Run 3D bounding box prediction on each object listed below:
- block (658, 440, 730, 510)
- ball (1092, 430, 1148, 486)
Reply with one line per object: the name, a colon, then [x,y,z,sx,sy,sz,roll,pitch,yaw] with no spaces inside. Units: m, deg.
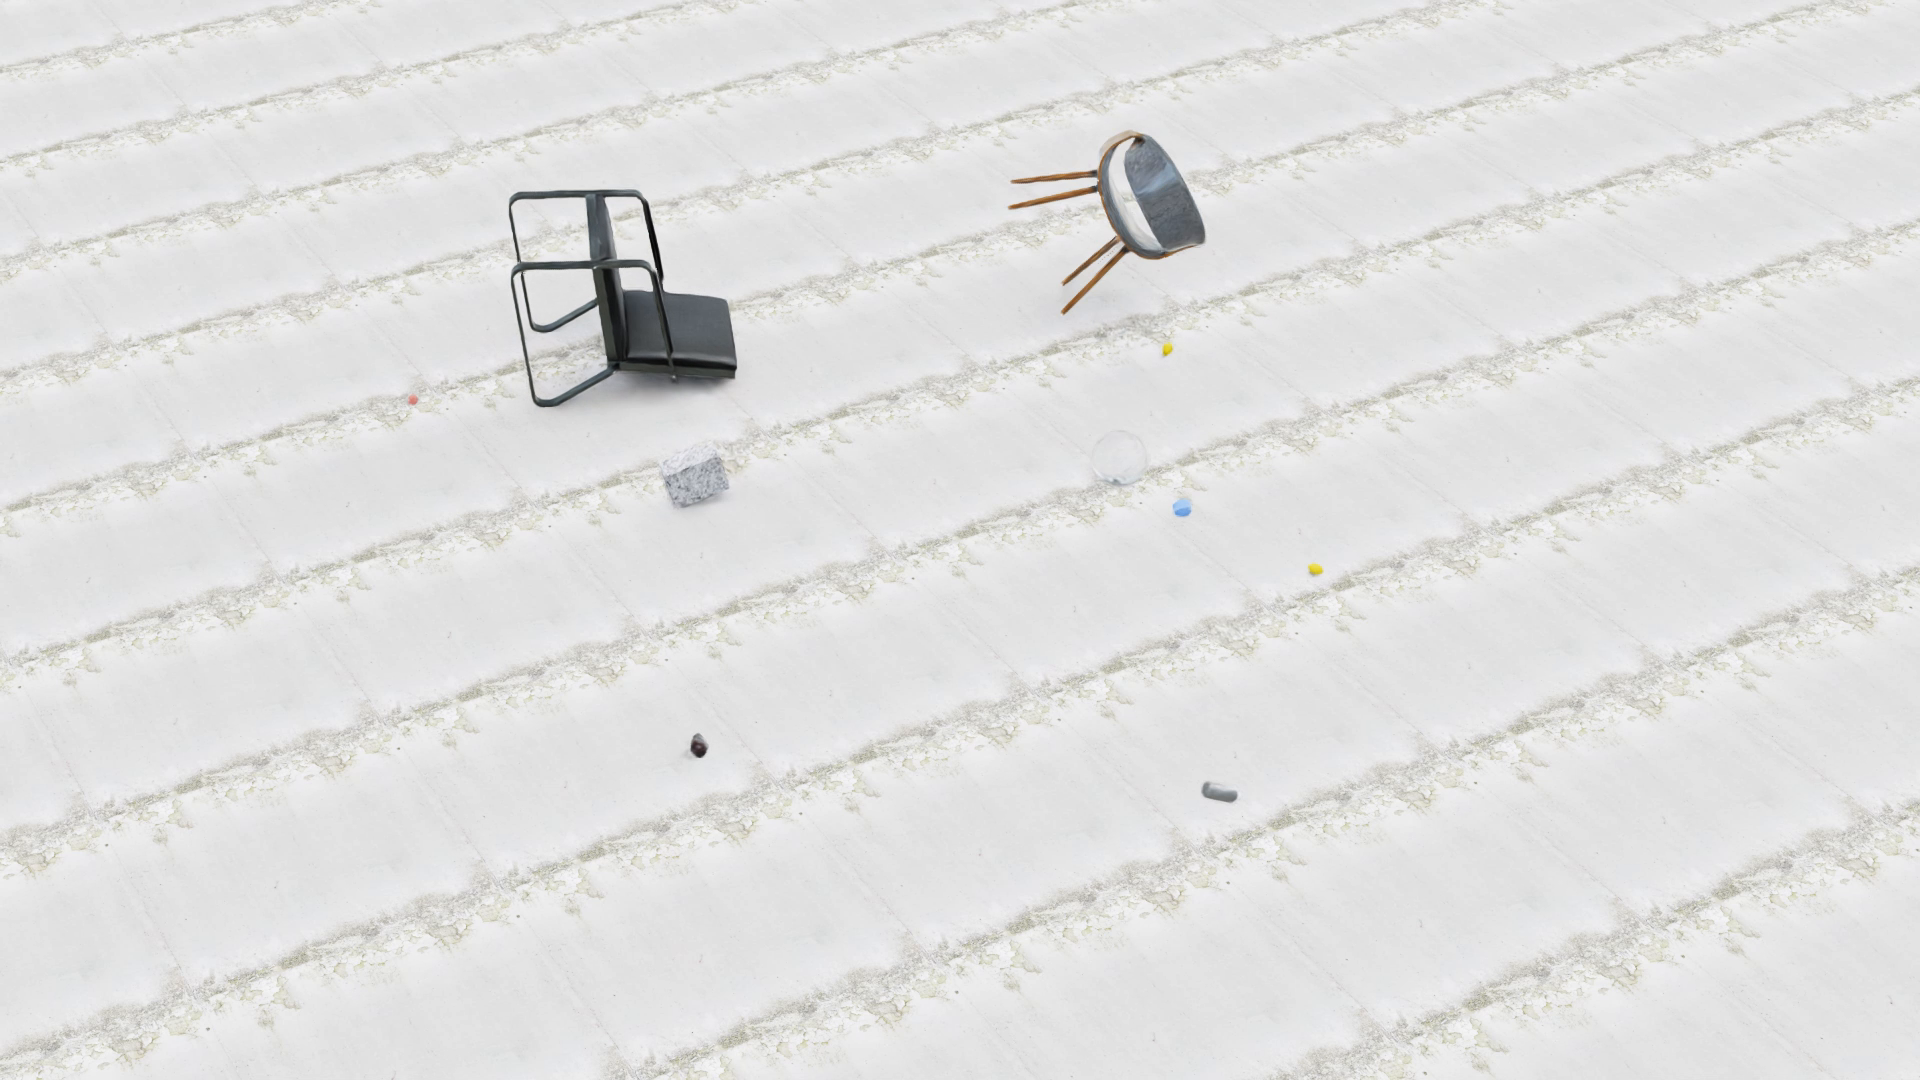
block: [-1.010,-0.249,11.133,0.221,0.158,0.117,-22,37,-7]
ball: [0.611,-0.314,11.223,0.217,0.217,0.217,0,33,0]
